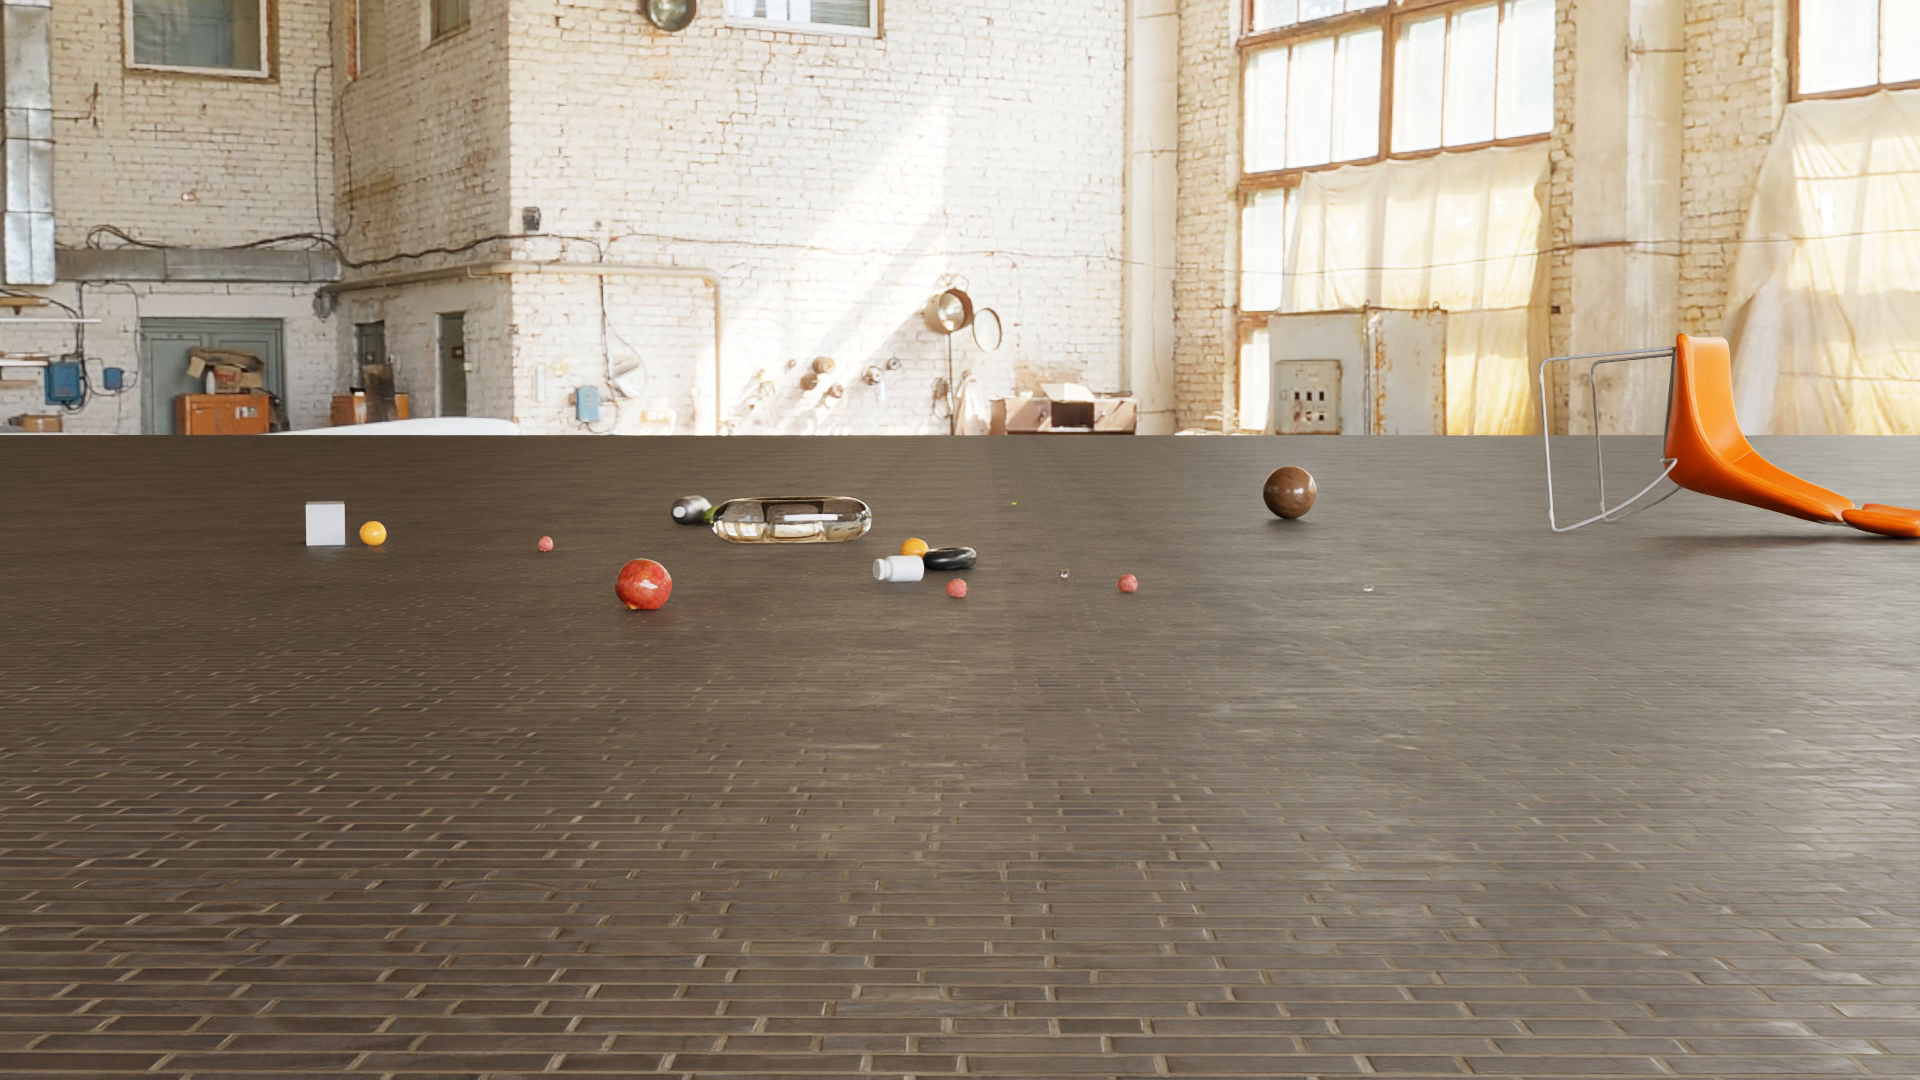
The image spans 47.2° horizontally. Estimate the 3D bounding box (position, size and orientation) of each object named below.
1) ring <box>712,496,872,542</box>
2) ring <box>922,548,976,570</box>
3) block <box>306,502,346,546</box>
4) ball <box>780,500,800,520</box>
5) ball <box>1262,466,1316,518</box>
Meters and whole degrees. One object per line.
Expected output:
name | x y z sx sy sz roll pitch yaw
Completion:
ring | -0.496 -0.059 6.503 0.479 0.127 0.204 -1 6 -11
ring | -0.026 0.047 5.507 0.110 0.050 0.184 1 5 35
block | -1.854 -0.050 6.425 0.106 0.116 0.193 -1 4 -16
ball | -0.579 -0.100 7.500 0.069 0.069 0.069 0 4 0
ball | 1.140 -0.165 7.604 0.185 0.185 0.185 0 4 0
